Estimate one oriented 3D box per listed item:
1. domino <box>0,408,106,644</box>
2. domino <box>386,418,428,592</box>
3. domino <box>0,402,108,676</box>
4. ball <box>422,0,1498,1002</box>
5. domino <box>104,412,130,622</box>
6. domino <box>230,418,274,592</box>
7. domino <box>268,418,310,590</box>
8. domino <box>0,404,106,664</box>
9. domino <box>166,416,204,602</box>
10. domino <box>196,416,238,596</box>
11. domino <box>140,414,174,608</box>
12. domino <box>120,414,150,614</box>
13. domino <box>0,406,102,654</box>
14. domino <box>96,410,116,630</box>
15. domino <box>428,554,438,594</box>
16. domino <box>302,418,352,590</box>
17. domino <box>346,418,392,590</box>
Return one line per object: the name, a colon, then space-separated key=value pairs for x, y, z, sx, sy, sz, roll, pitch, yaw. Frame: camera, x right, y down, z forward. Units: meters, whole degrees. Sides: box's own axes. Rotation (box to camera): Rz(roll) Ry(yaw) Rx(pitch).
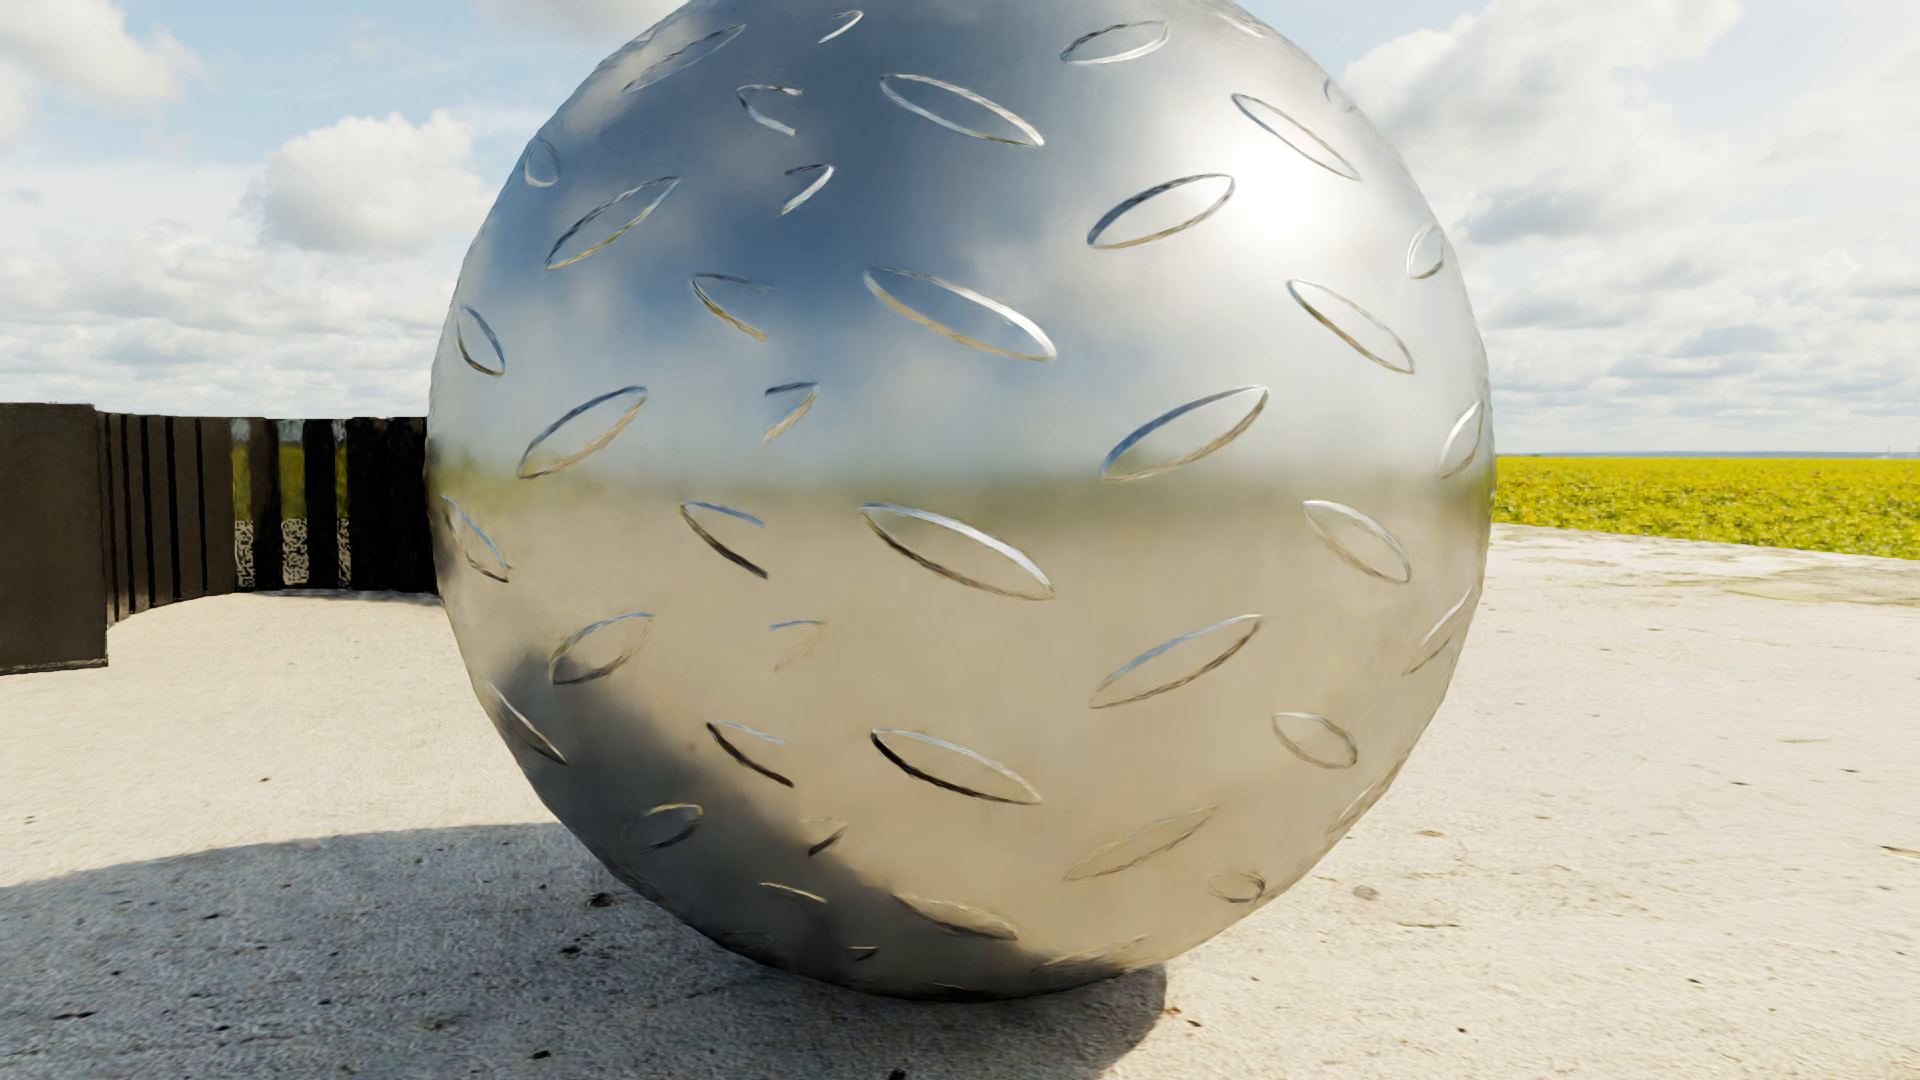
domino: x=-0.201 y=-0.003 z=0.277 sx=0.025 sy=0.050 sz=0.009 roll=-3 pitch=5 yaw=-31
domino: x=-0.155 y=-0.011 z=0.379 sx=0.009 sy=0.050 sz=0.025 roll=2 pitch=5 yaw=22
domino: x=-0.176 y=0.000 z=0.240 sx=0.025 sy=0.050 sz=0.010 roll=-3 pitch=5 yaw=-34
ball: x=0.000 y=-0.005 z=0.103 sx=0.080 sy=0.080 sz=0.080 roll=0 pitch=4 yaw=0
domino: x=-0.214 y=-0.005 z=0.305 sx=0.025 sy=0.050 sz=0.010 roll=-2 pitch=5 yaw=-20
domino: x=-0.212 y=-0.011 z=0.377 sx=0.025 sy=0.050 sz=0.010 roll=4 pitch=6 yaw=43
domino: x=-0.200 y=-0.011 z=0.386 sx=0.010 sy=0.050 sz=0.025 roll=-1 pitch=5 yaw=-18
domino: x=-0.184 y=-0.001 z=0.252 sx=0.025 sy=0.050 sz=0.010 roll=-3 pitch=5 yaw=-36
domino: x=-0.222 y=-0.009 z=0.349 sx=0.025 sy=0.050 sz=0.010 roll=0 pitch=4 yaw=2
domino: x=-0.220 y=-0.010 z=0.364 sx=0.025 sy=0.050 sz=0.009 roll=1 pitch=5 yaw=19
domino: x=-0.222 y=-0.008 z=0.334 sx=0.025 sy=0.050 sz=0.010 roll=-1 pitch=4 yaw=-7
domino: x=-0.219 y=-0.006 z=0.319 sx=0.025 sy=0.050 sz=0.009 roll=-1 pitch=4 yaw=-15
domino: x=-0.193 y=-0.002 z=0.265 sx=0.025 sy=0.050 sz=0.010 roll=-3 pitch=5 yaw=-34
domino: x=-0.208 y=-0.004 z=0.291 sx=0.025 sy=0.050 sz=0.009 roll=-2 pitch=5 yaw=-25
domino: x=-0.141 y=-0.010 z=0.372 sx=0.009 sy=0.050 sz=0.025 roll=2 pitch=5 yaw=26
domino: x=-0.185 y=-0.011 z=0.386 sx=0.009 sy=0.050 sz=0.025 roll=1 pitch=4 yaw=7
domino: x=-0.170 y=-0.011 z=0.383 sx=0.009 sy=0.050 sz=0.025 roll=1 pitch=4 yaw=14
